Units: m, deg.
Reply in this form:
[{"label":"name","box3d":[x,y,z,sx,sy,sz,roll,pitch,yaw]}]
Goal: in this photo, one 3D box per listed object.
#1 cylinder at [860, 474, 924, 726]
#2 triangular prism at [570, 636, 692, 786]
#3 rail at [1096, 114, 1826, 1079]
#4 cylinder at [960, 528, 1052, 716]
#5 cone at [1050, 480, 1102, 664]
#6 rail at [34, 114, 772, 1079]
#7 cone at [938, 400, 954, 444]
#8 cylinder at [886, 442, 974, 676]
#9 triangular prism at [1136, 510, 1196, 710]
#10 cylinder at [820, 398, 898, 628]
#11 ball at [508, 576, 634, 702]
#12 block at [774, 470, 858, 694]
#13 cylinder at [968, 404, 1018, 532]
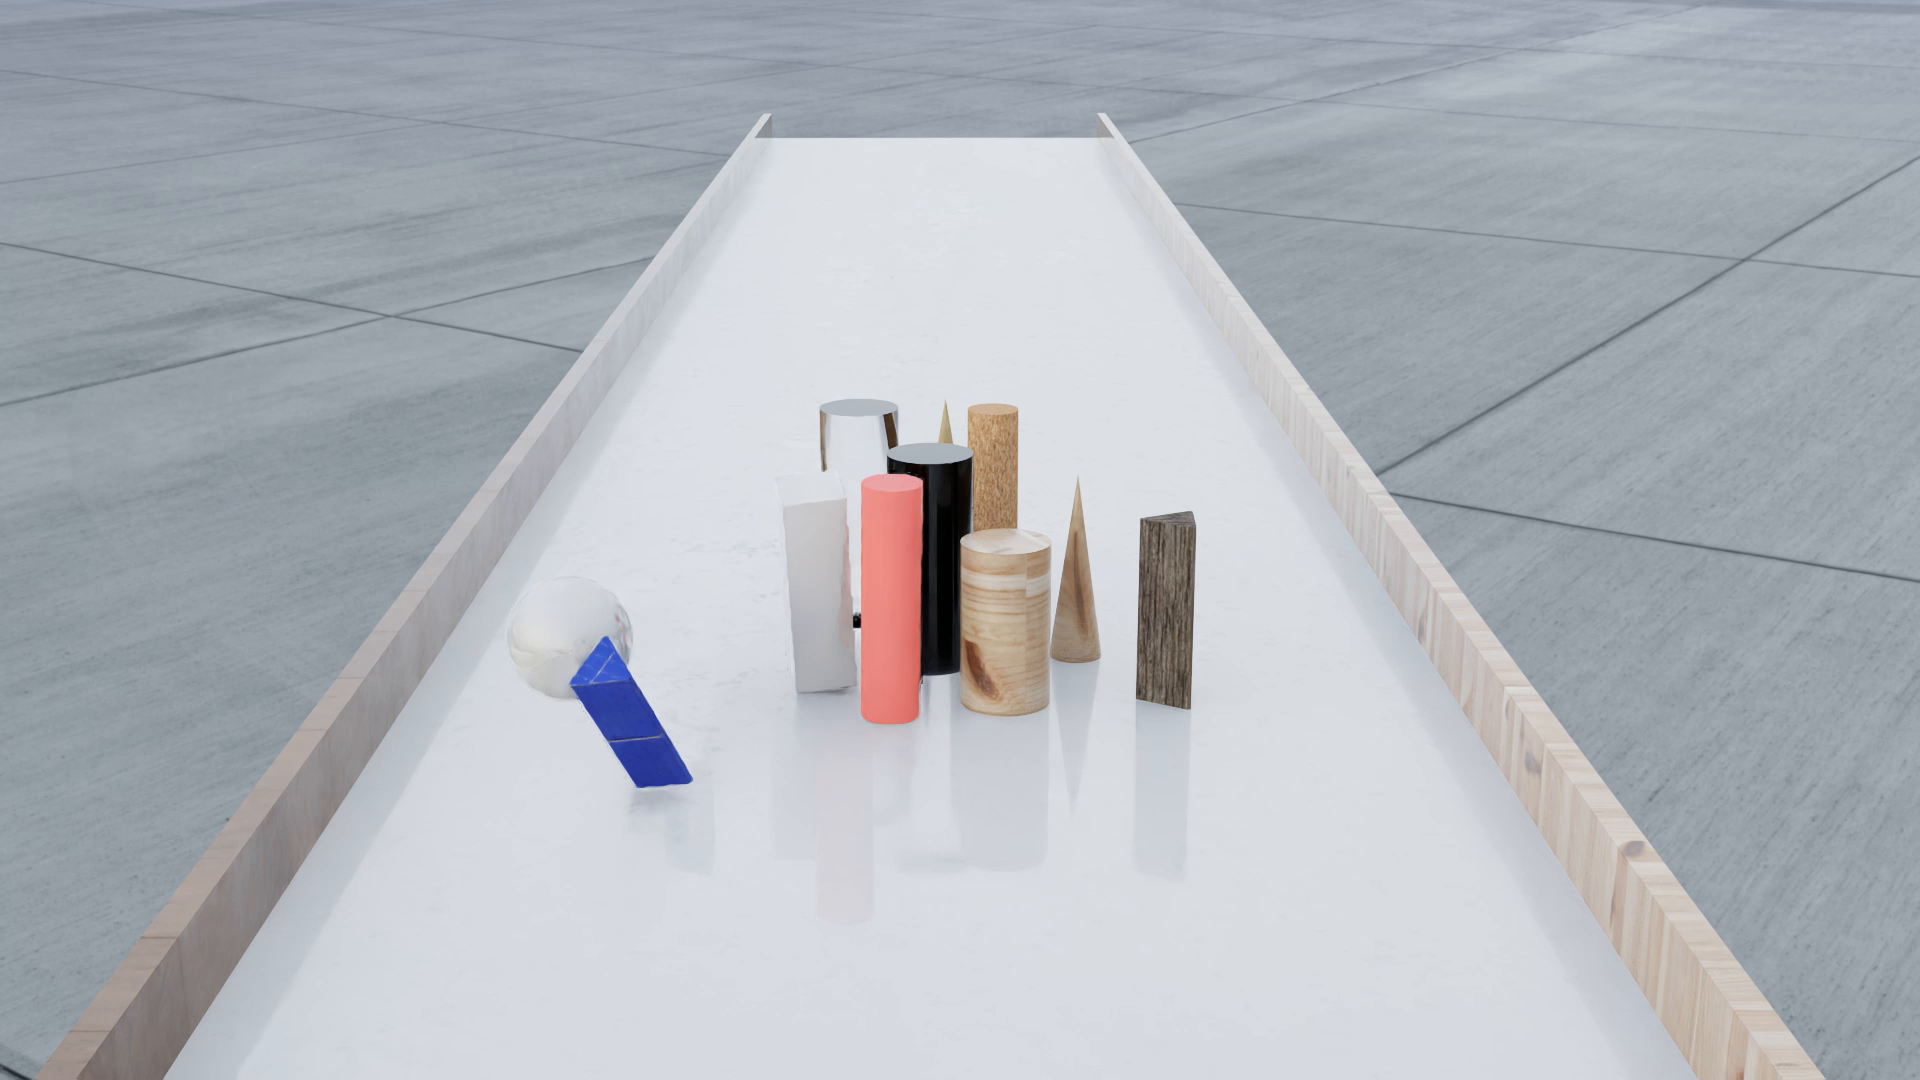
[{"label":"cylinder","box3d":[-0.127,0.110,4.053,0.111,0.453,0.111,1,19,0]},{"label":"triangular prism","box3d":[-0.543,0.288,3.682,0.102,0.325,0.089,-7,52,11]},{"label":"rail","box3d":[0.932,-0.844,7.801,0.050,0.150,12.000,0,17,-1]},{"label":"cylinder","box3d":[0.086,0.154,4.152,0.171,0.317,0.171,0,17,0]},{"label":"cone","box3d":[0.233,0.050,4.395,0.106,0.379,0.106,0,17,0]},{"label":"rail","box3d":[-1.118,-0.838,7.780,0.050,0.150,12.000,0,17,-1]},{"label":"cone","box3d":[-0.032,-0.112,4.869,0.138,0.418,0.138,0,17,0]},{"label":"cylinder","box3d":[-0.058,0.037,4.348,0.170,0.430,0.170,0,17,0]},{"label":"triangular prism","box3d":[0.411,0.128,4.169,0.115,0.357,0.099,10,19,31]},{"label":"cylinder","box3d":[-0.209,-0.057,4.621,0.165,0.454,0.165,0,17,0]},{"label":"ball","box3d":[-0.674,0.171,3.810,0.216,0.216,0.216,0,17,0]},{"label":"block","box3d":[-0.274,0.081,4.195,0.119,0.410,0.119,-7,29,-9]},{"label":"cylinder","box3d":[0.069,-0.057,4.629,0.106,0.449,0.106,0,17,0]}]
